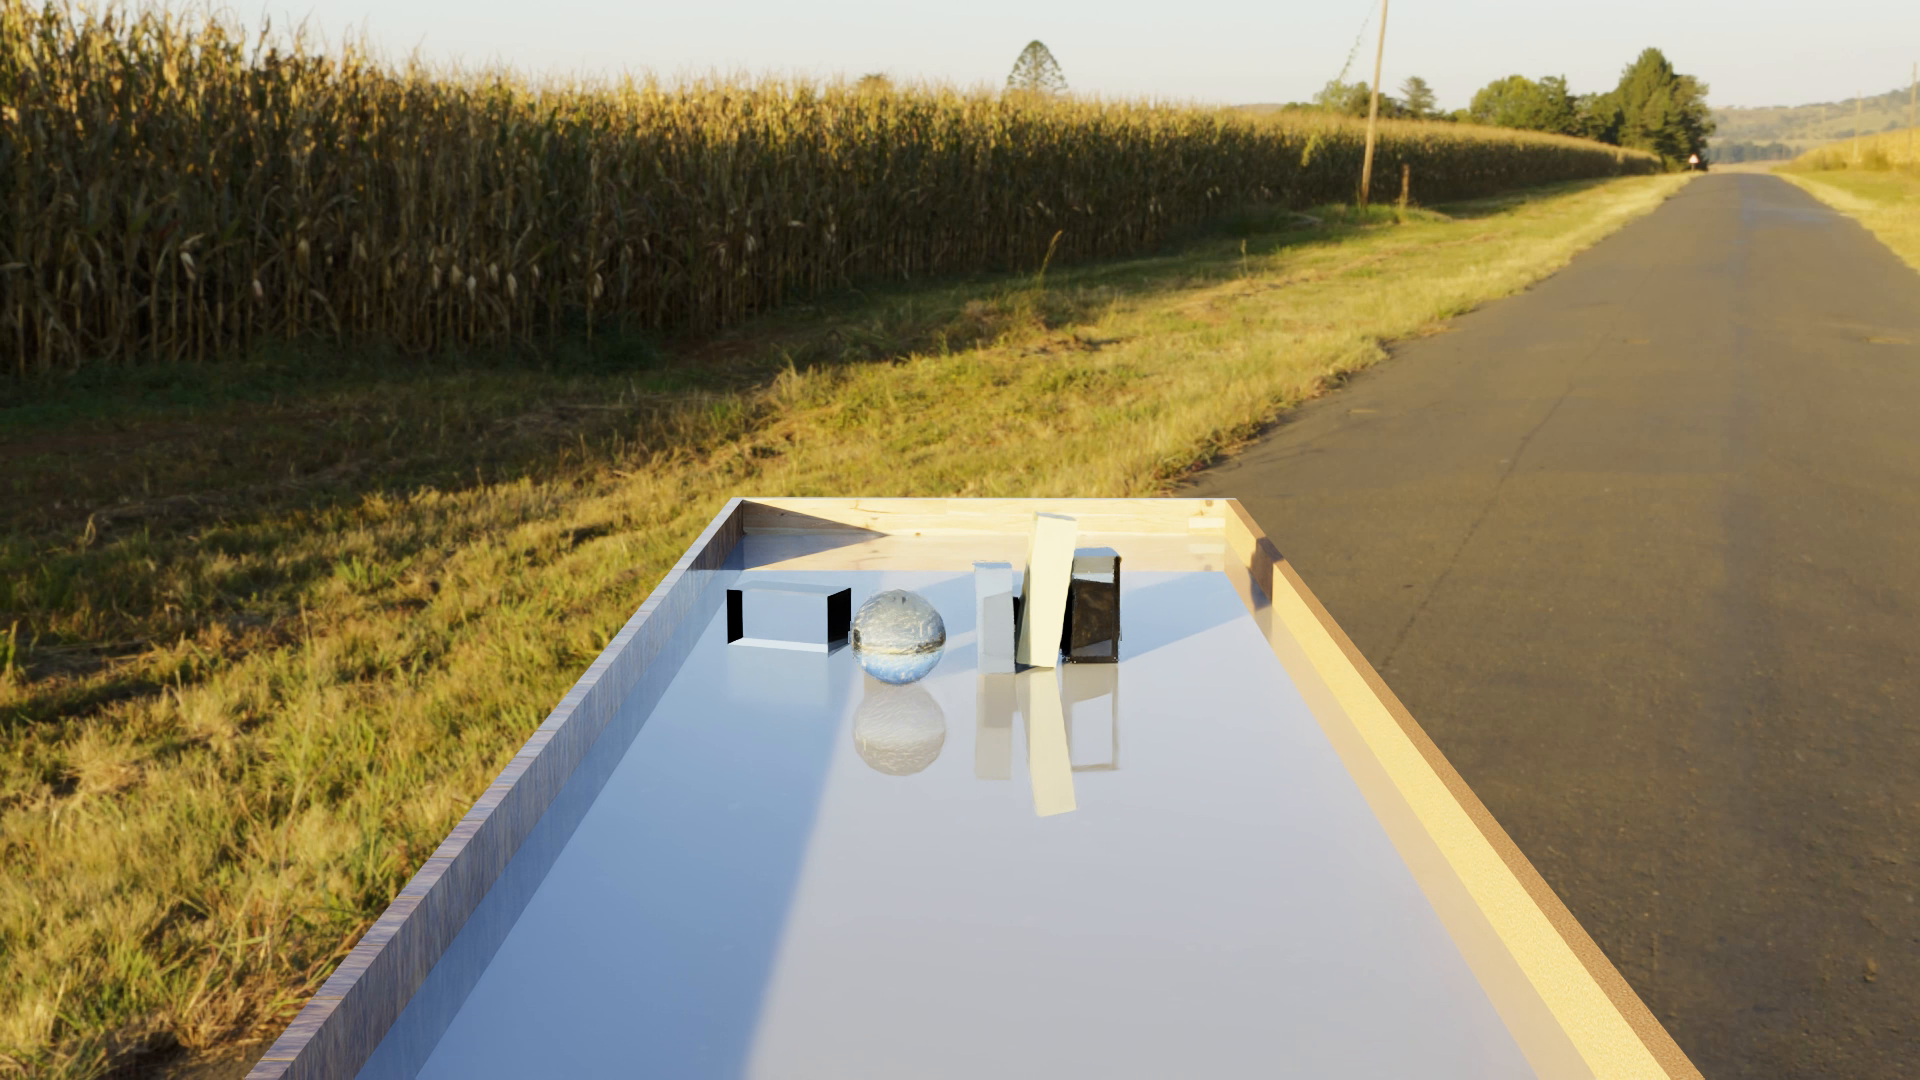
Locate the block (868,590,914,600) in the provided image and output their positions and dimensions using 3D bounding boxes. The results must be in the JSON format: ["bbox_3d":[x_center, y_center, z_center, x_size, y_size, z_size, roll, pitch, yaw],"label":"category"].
[{"bbox_3d":[-0.225,0.254,6.986,0.132,0.132,0.326,0,9,2],"label":"block"}]

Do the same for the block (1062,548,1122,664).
[{"bbox_3d":[0.398,0.199,6.686,0.145,0.330,0.145,-1,11,-9],"label":"block"}]

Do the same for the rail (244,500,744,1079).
[{"bbox_3d":[-1.004,0.839,3.234,0.050,0.150,12.000,0,9,1],"label":"rail"}]

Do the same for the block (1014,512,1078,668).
[{"bbox_3d":[0.255,0.148,6.608,0.121,0.446,0.121,8,8,-6],"label":"block"}]

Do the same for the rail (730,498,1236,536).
[{"bbox_3d":[0.099,-0.098,9.147,2.100,0.150,0.050,0,9,1],"label":"rail"}]

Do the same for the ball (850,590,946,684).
[{"bbox_3d":[-0.178,0.280,6.359,0.276,0.276,0.276,0,9,0],"label":"ball"}]

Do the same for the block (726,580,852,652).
[{"bbox_3d":[-0.539,0.239,6.939,0.349,0.176,0.176,4,10,22],"label":"block"}]

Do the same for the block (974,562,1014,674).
[{"bbox_3d":[0.103,0.231,6.522,0.109,0.317,0.109,-2,10,0],"label":"block"}]

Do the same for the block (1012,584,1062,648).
[{"bbox_3d":[0.278,0.235,6.955,0.179,0.179,0.424,7,12,39],"label":"block"}]

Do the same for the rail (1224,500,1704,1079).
[{"bbox_3d":[1.046,0.843,3.208,0.050,0.150,12.000,0,9,1],"label":"rail"}]
